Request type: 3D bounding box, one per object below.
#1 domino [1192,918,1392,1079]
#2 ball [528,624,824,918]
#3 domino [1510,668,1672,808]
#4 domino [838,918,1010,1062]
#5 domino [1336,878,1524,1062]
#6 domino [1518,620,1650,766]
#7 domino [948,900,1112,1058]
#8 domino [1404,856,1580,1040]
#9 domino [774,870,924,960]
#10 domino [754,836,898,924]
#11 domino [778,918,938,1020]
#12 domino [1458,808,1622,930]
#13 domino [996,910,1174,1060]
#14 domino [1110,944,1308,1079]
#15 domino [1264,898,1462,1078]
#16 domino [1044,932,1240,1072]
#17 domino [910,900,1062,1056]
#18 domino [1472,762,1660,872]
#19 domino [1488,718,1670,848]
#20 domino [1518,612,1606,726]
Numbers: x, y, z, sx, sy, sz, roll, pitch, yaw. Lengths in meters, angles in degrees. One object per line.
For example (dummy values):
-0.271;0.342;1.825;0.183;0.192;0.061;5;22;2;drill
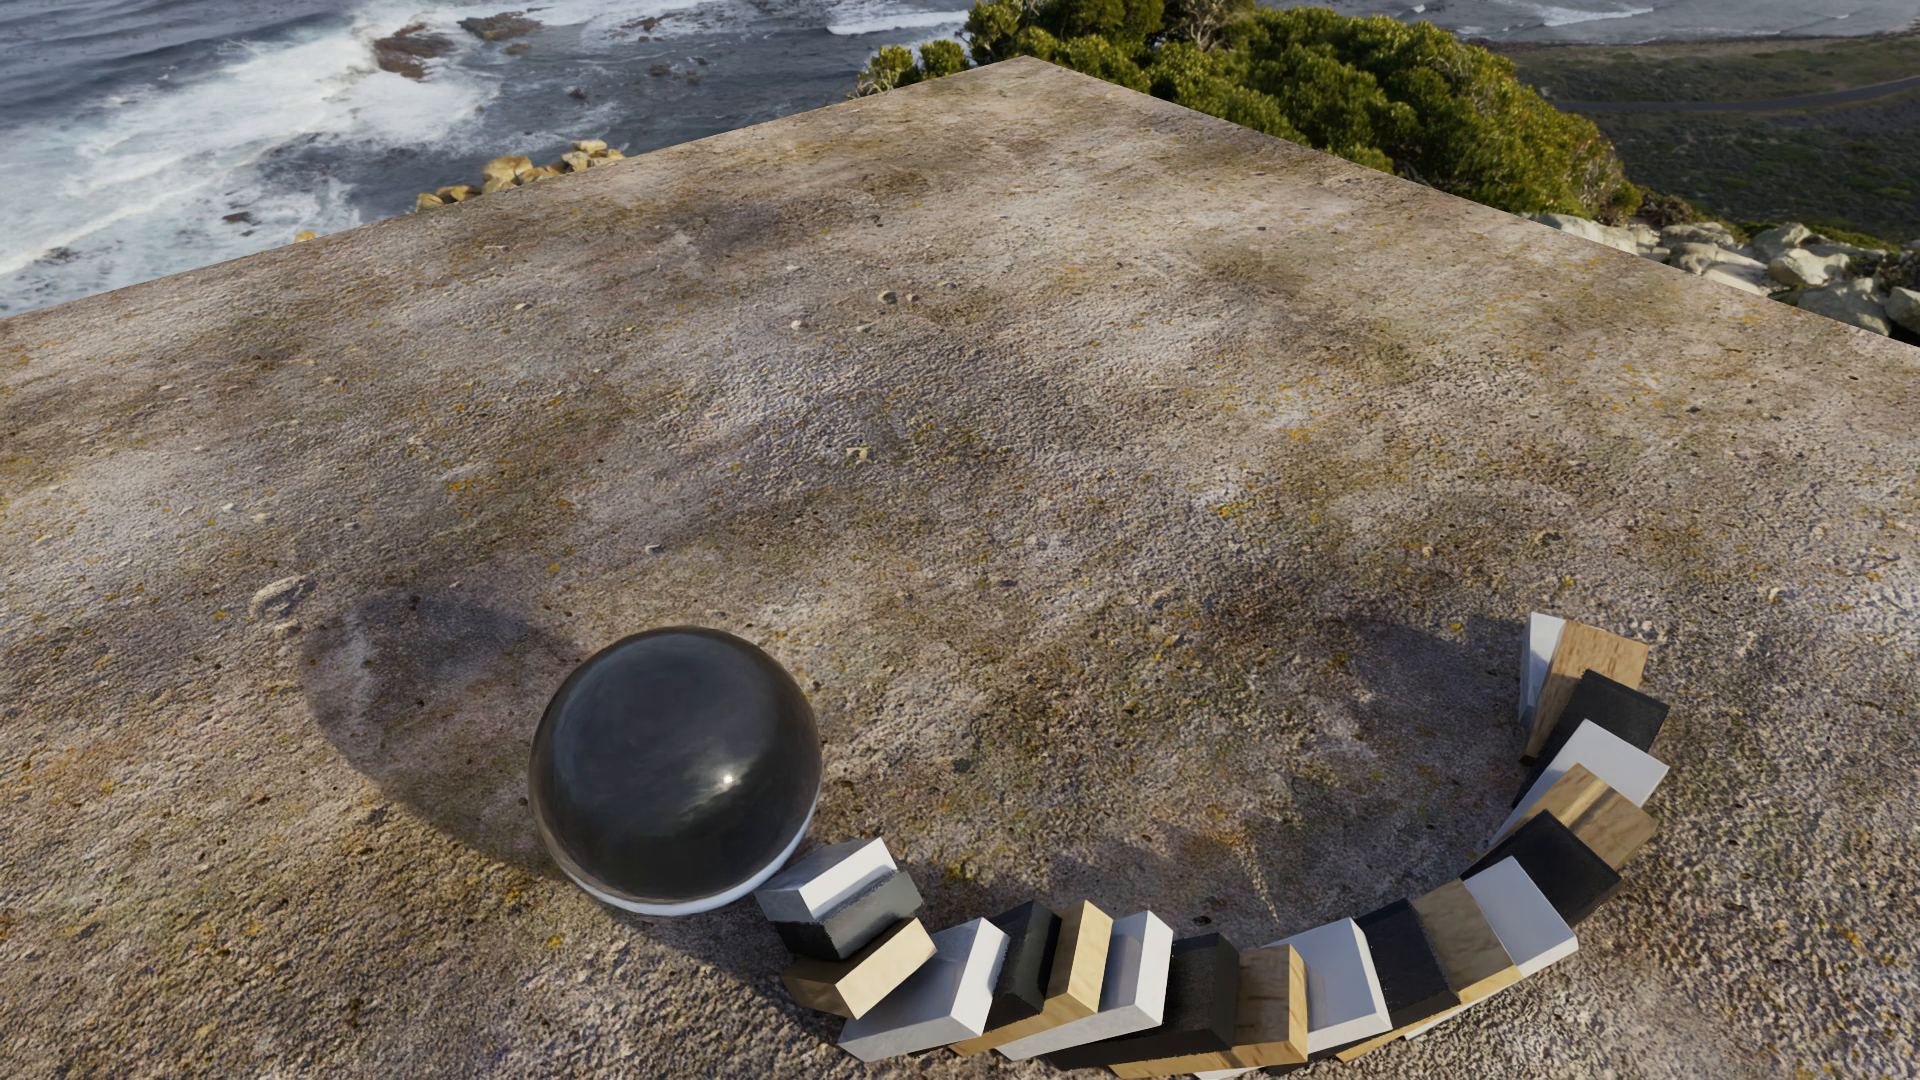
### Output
0.080;0.117;0.279;0.050;0.010;0.025;-29;33;23;domino
-0.079;0.064;0.310;0.080;0.080;0.080;0;39;0;ball
0.197;0.068;0.343;0.025;0.009;0.050;29;74;30;domino
-0.010;0.114;0.276;0.010;0.050;0.025;39;44;-15;domino
0.115;0.112;0.286;0.050;0.010;0.025;-33;39;14;domino
0.204;0.054;0.360;0.025;0.009;0.050;20;71;22;domino
0.016;0.112;0.279;0.009;0.050;0.025;39;39;-15;domino
0.133;0.108;0.293;0.050;0.010;0.025;-32;42;6;domino
-0.031;0.100;0.294;0.025;0.050;0.010;-27;85;-29;domino
-0.038;0.093;0.301;0.025;0.050;0.010;-27;85;-29;domino
-0.027;0.109;0.282;0.025;0.050;0.010;-31;88;-30;domino
0.152;0.100;0.303;0.050;0.010;0.025;-38;46;-1;domino
0.030;0.113;0.279;0.010;0.050;0.025;43;38;-17;domino
0.061;0.119;0.277;0.050;0.009;0.025;-23;29;31;domino
0.098;0.115;0.282;0.050;0.009;0.025;-32;36;18;domino
0.045;0.117;0.277;0.050;0.009;0.025;-27;26;34;domino
0.003;0.112;0.279;0.010;0.050;0.025;39;39;-15;domino
0.171;0.091;0.315;0.050;0.009;0.025;-42;52;-5;domino
0.184;0.081;0.328;0.050;0.010;0.025;-47;54;-10;domino
0.211;0.048;0.385;0.025;0.010;0.050;15;42;18;domino
